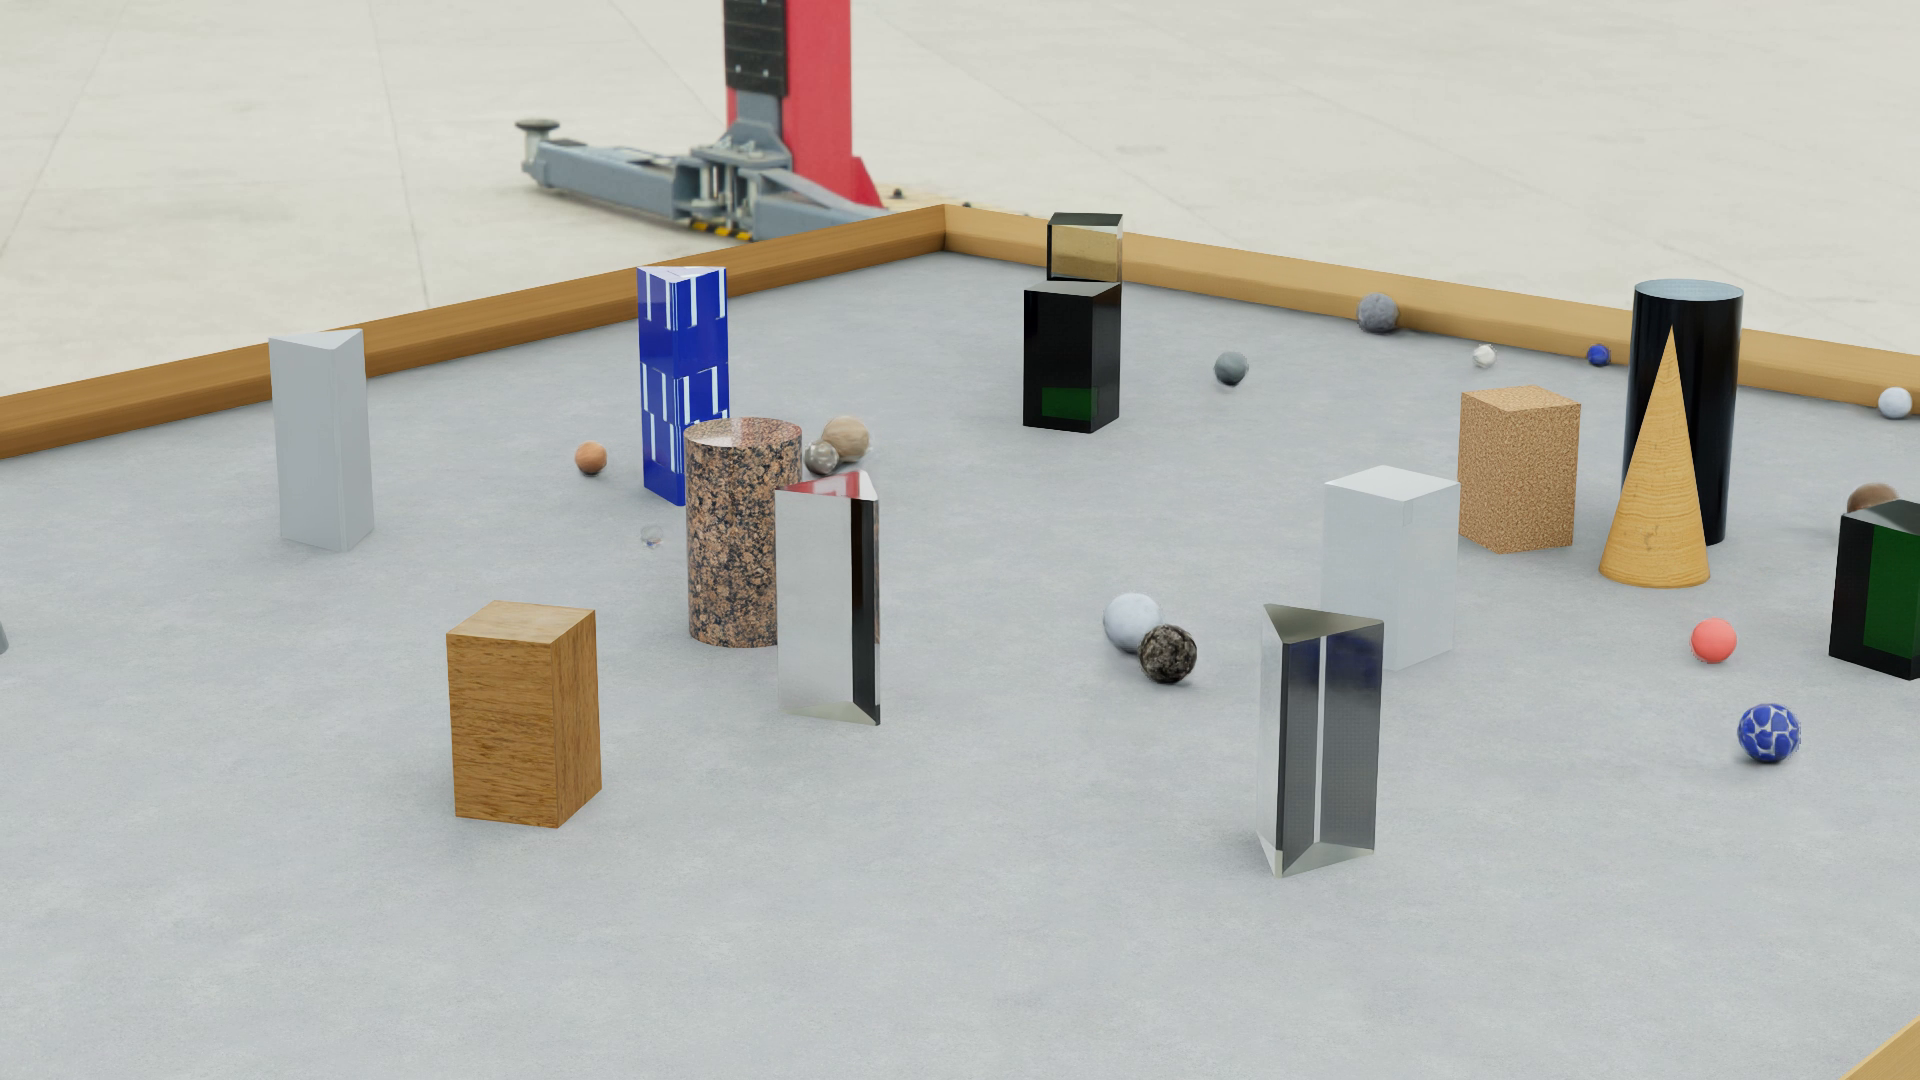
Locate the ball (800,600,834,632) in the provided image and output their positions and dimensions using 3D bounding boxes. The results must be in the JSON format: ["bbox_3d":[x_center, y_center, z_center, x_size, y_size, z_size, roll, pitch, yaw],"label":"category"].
[{"bbox_3d":[-0.238,0.127,4.897,0.056,0.056,0.056,0,17,0],"label":"ball"}]

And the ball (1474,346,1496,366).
[{"bbox_3d":[1.211,-0.424,6.773,0.049,0.049,0.049,0,17,0],"label":"ball"}]

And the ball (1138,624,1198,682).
[{"bbox_3d":[0.333,0.181,4.689,0.093,0.093,0.093,0,17,0],"label":"ball"}]

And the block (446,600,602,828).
[{"bbox_3d":[-0.617,0.245,4.162,0.157,0.274,0.157,5,17,16],"label":"block"}]

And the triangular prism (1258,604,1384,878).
[{"bbox_3d":[0.458,0.264,3.997,0.170,0.333,0.147,-11,20,-32],"label":"triangular prism"}]

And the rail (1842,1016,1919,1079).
[{"bbox_3d":[1.546,0.419,3.835,0.045,0.127,4.640,14,22,39],"label":"rail"}]

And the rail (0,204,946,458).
[{"bbox_3d":[-1.546,-0.356,6.405,0.045,0.127,4.640,14,22,39],"label":"rail"}]

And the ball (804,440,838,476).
[{"bbox_3d":[-0.279,-0.164,5.872,0.071,0.071,0.071,0,17,0],"label":"ball"}]

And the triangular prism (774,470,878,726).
[{"bbox_3d":[-0.177,0.084,4.548,0.170,0.360,0.147,6,18,20],"label":"triangular prism"}]

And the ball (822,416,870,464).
[{"bbox_3d":[-0.233,-0.204,5.957,0.098,0.098,0.098,0,17,0],"label":"ball"}]

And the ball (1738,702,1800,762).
[{"bbox_3d":[1.199,0.286,4.349,0.089,0.089,0.089,0,17,0],"label":"ball"}]

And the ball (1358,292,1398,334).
[{"bbox_3d":[1.013,-0.550,7.106,0.097,0.097,0.097,0,17,0],"label":"ball"}]

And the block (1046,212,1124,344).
[{"bbox_3d":[0.282,-0.550,6.653,0.157,0.359,0.157,2,17,7],"label":"block"}]

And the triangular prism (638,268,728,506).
[{"bbox_3d":[-0.561,-0.307,5.707,0.147,0.440,0.170,10,19,29],"label":"triangular prism"}]

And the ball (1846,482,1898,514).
[{"bbox_3d":[1.706,-0.058,5.476,0.097,0.097,0.097,0,17,0],"label":"ball"}]

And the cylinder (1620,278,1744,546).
[{"bbox_3d":[1.333,-0.236,5.427,0.196,0.464,0.196,0,17,0],"label":"cylinder"}]

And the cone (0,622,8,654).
[{"bbox_3d":[-1.673,-0.014,4.784,0.196,0.411,0.196,0,17,0],"label":"cone"}]

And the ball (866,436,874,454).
[{"bbox_3d":[-0.200,-0.199,6.032,0.044,0.044,0.044,0,17,0],"label":"ball"}]

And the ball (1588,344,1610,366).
[{"bbox_3d":[1.476,-0.427,6.781,0.050,0.050,0.050,0,17,0],"label":"ball"}]

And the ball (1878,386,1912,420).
[{"bbox_3d":[2.013,-0.295,6.307,0.070,0.070,0.070,0,17,0],"label":"ball"}]

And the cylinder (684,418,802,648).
[{"bbox_3d":[-0.359,-0.014,4.900,0.196,0.345,0.196,0,17,0],"label":"cylinder"}]

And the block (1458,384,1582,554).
[{"bbox_3d":[1.030,-0.132,5.421,0.157,0.270,0.157,-6,18,-21],"label":"block"}]

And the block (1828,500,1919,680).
[{"bbox_3d":[1.537,0.079,4.770,0.157,0.241,0.157,-12,21,-35],"label":"block"}]

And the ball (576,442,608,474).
[{"bbox_3d":[-0.739,-0.164,5.882,0.065,0.065,0.065,0,17,0],"label":"ball"}]

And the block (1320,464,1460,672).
[{"bbox_3d":[0.704,0.044,4.810,0.157,0.286,0.157,16,23,42],"label":"block"}]

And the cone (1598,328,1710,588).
[{"bbox_3d":[1.245,-0.159,5.192,0.196,0.454,0.196,0,17,0],"label":"cone"}]

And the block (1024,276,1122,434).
[{"bbox_3d":[0.239,-0.396,6.250,0.157,0.296,0.157,8,18,24],"label":"block"}]

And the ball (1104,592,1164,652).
[{"bbox_3d":[0.286,0.135,4.832,0.098,0.098,0.098,0,17,0],"label":"ball"}]

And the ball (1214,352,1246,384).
[{"bbox_3d":[0.608,-0.387,6.606,0.073,0.073,0.073,0,17,0],"label":"ball"}]

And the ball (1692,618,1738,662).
[{"bbox_3d":[1.231,0.163,4.784,0.072,0.072,0.072,0,17,0],"label":"ball"}]

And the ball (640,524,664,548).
[{"bbox_3d":[-0.567,-0.006,5.393,0.044,0.044,0.044,0,17,0],"label":"ball"}]

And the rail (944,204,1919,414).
[{"bbox_3d":[1.505,-0.469,6.780,4.143,0.127,0.045,14,22,39],"label":"rail"}]

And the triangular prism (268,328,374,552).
[{"bbox_3d":[-1.152,-0.191,5.425,0.170,0.381,0.147,12,21,35],"label":"triangular prism"}]
